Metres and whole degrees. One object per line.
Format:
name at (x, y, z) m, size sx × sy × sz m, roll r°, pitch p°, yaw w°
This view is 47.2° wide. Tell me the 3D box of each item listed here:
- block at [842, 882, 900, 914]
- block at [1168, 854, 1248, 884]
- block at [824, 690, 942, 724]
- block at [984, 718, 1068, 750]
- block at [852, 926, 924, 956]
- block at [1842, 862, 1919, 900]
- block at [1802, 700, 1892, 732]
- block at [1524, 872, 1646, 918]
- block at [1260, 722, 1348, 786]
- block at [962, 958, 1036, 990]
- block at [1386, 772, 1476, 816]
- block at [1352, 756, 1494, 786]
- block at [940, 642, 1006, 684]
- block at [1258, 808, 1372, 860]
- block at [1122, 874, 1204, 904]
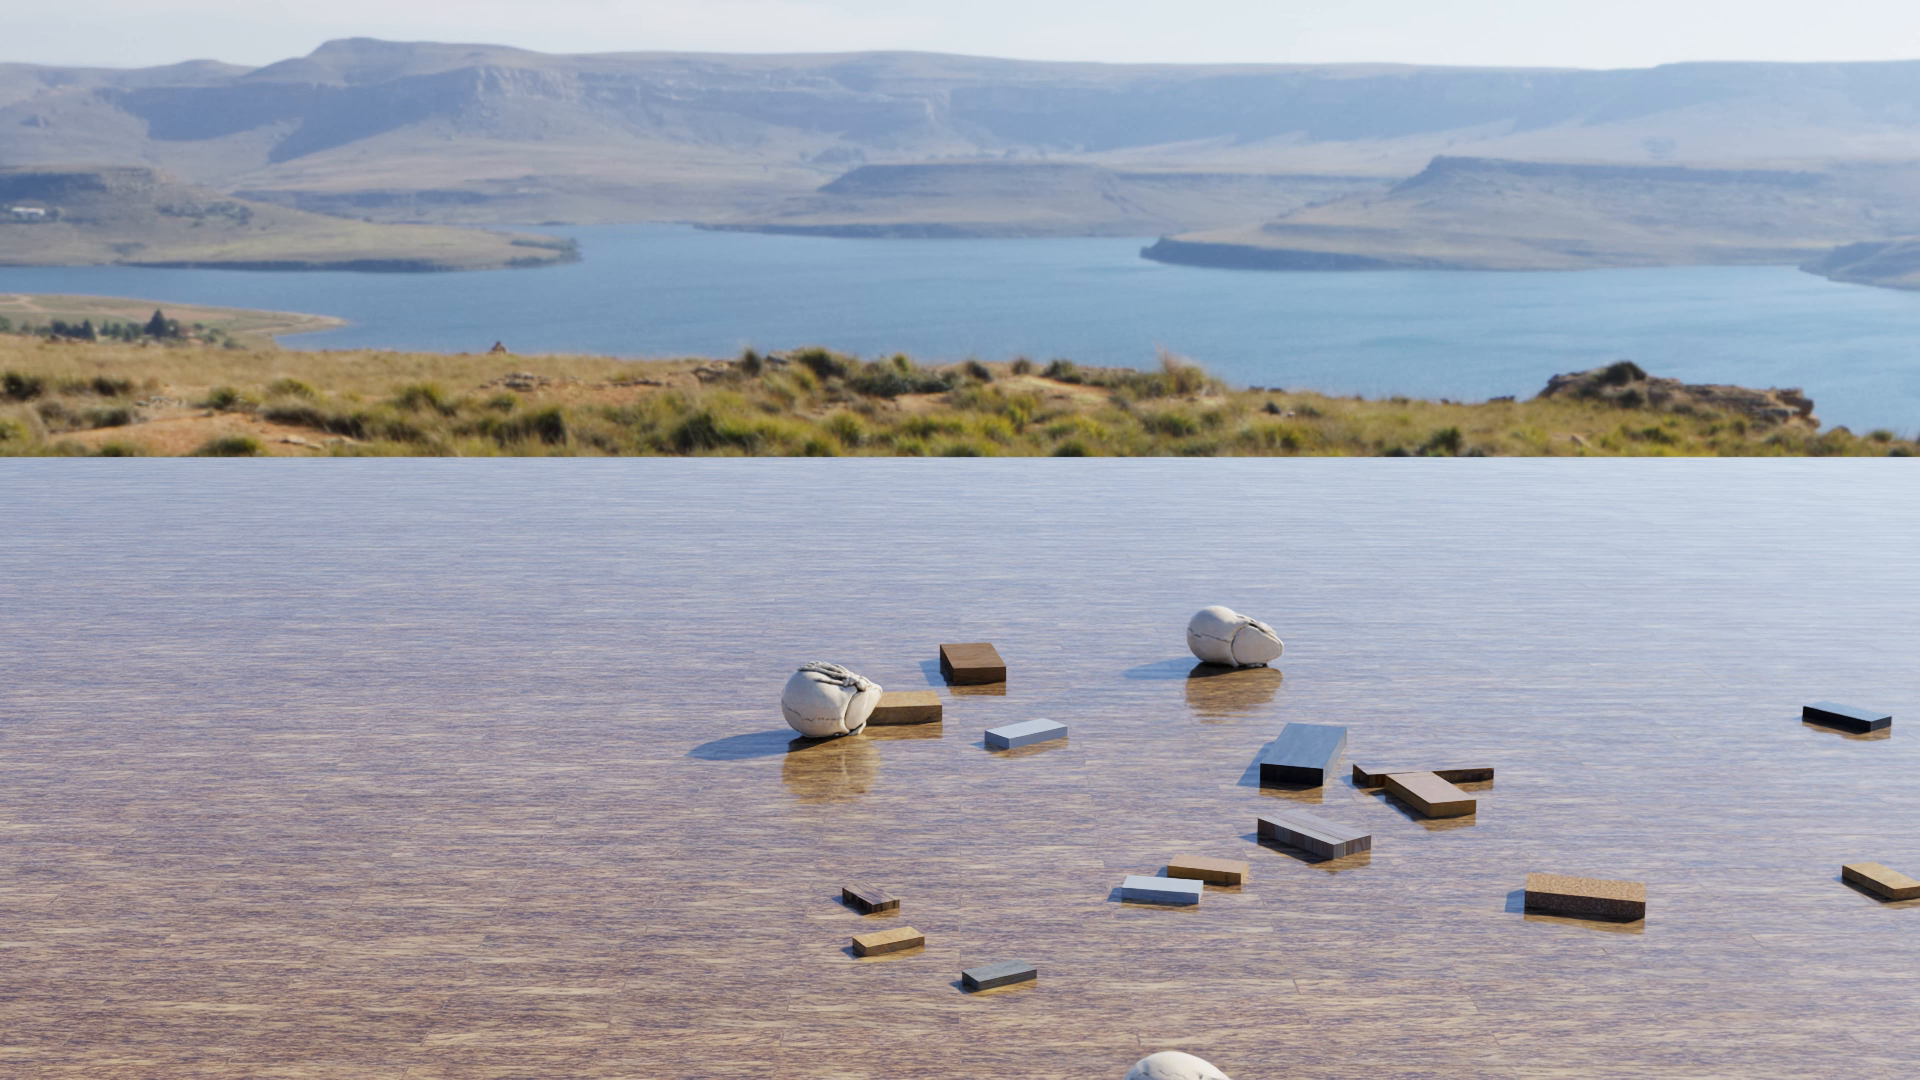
block at (-0.147, 0.590, 3.631) m, size 0.050 × 0.014 × 0.101 m, roll -7°, pitch 12°, yaw -32°
block at (0.425, 0.563, 3.766) m, size 0.128 × 0.018 × 0.064 m, roll 4°, pitch 11°, yaw 19°
block at (-0.168, 0.365, 4.787) m, size 0.247 × 0.035 × 0.123 m, roll -1°, pitch 11°, yaw -7°
block at (0.139, 0.405, 4.604) m, size 0.160 × 0.023 × 0.080 m, roll -8°, pitch 13°, yaw -37°
block at (-0.112, 0.626, 3.435) m, size 0.101 × 0.014 × 0.050 m, roll -6°, pitch 12°, yaw -28°
block at (1.557, 0.574, 3.708) m, size 0.064 × 0.018 × 0.128 m, roll -3°, pitch 11°, yaw -17°
block at (1.912, 0.379, 4.741) m, size 0.080 × 0.023 × 0.160 m, roll -8°, pitch 13°, yaw -35°
block at (1.031, 0.585, 3.625) m, size 0.189 × 0.027 × 0.094 m, roll 3°, pitch 11°, yaw 17°
block at (0.695, 0.430, 4.435) m, size 0.123 × 0.035 × 0.316 m, roll 3°, pitch 11°, yaw 18°
block at (0.059, 0.652, 3.298) m, size 0.101 × 0.014 × 0.050 m, roll -6°, pitch 12°, yaw -29°
block at (0.893, 0.482, 4.178) m, size 0.095 × 0.027 × 0.189 m, roll -3°, pitch 11°, yaw -14°
block at (0.912, 0.455, 4.333) m, size 0.261 × 0.023 × 0.080 m, roll -2°, pitch 11°, yaw -10°
block at (0.029, 0.289, 5.195) m, size 0.123 × 0.035 × 0.247 m, roll -1°, pitch 11°, yaw -8°
block at (0.634, 0.526, 3.941) m, size 0.095 × 0.027 × 0.189 m, roll -8°, pitch 13°, yaw -36°
block at (0.338, 0.582, 3.664) m, size 0.128 × 0.018 × 0.064 m, roll 2°, pitch 11°, yaw 13°
